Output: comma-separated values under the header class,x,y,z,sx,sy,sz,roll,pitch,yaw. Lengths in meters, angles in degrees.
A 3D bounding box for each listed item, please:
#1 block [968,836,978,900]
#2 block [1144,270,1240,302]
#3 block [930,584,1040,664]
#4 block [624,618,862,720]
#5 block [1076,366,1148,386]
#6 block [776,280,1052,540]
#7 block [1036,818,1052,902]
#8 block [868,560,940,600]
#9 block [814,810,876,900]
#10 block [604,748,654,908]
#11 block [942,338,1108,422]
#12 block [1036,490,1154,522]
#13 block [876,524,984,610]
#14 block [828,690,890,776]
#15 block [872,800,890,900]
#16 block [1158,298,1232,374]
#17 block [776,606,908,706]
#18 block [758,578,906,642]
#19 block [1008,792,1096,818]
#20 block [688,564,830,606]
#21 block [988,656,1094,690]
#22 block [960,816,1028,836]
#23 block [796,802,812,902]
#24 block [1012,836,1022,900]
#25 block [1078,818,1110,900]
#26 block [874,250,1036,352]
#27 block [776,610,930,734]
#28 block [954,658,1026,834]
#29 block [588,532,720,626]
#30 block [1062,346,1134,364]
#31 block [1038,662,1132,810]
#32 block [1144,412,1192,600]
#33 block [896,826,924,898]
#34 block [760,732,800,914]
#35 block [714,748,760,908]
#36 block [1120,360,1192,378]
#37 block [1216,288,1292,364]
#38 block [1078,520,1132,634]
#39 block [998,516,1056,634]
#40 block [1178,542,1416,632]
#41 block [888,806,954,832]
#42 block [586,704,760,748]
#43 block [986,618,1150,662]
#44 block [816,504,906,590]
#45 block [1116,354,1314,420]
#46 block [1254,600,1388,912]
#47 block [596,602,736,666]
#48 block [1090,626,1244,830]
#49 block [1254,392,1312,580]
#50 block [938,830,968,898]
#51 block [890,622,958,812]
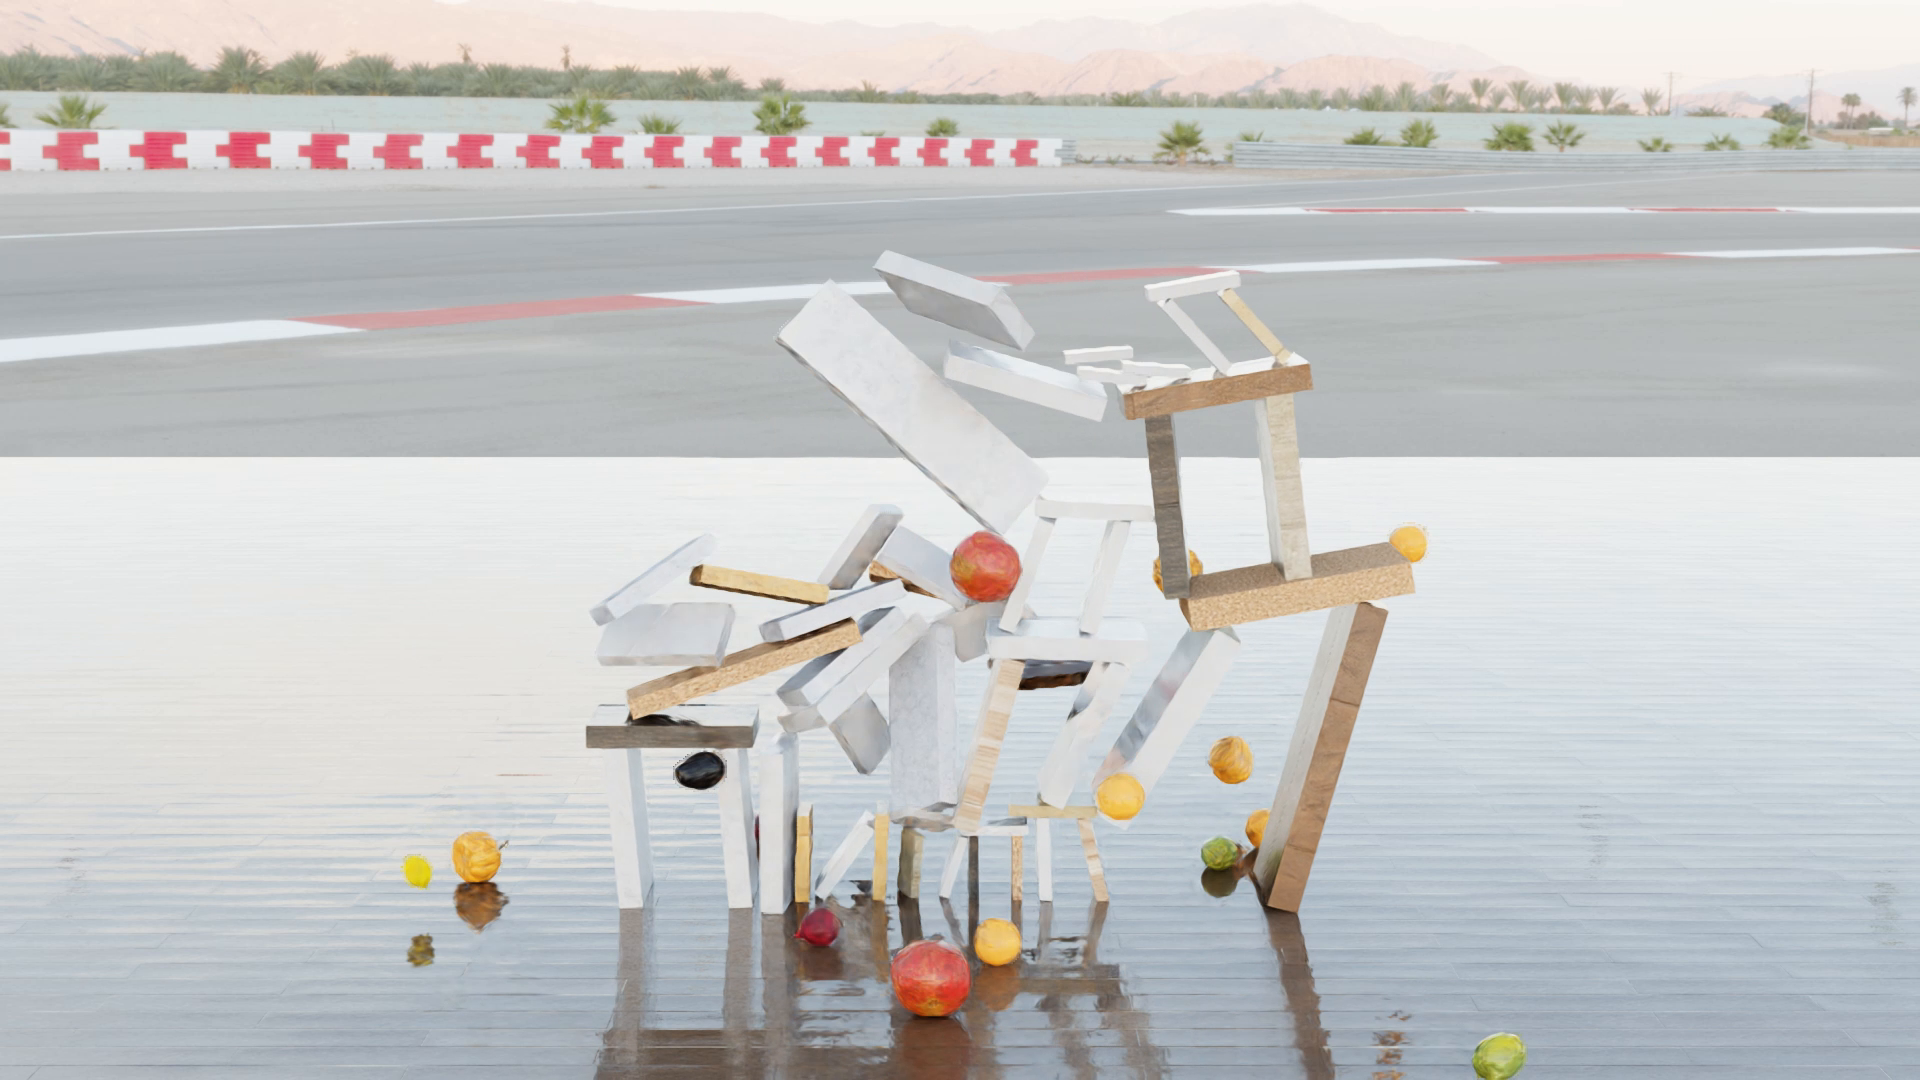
class,x,y,z,sx,sy,sz,roll,pitch,yaw
block,0.022,0.536,3.658,0.016,0.111,0.055,0,11,-3
block,0.367,-0.402,3.478,0.144,0.020,0.072,-10,11,1
block,0.045,0.142,3.718,0.185,0.093,0.026,-24,22,42
block,-0.358,0.207,3.623,0.391,0.032,0.113,-19,9,-9
block,0.241,-0.261,3.497,0.108,0.015,0.054,6,11,-3
block,-0.074,-0.211,3.555,0.481,0.129,0.036,42,-15,-4
block,0.139,0.520,3.654,0.020,0.143,0.072,-3,11,0
block,-0.071,0.073,3.736,0.166,0.023,0.083,14,-11,3
block,-0.191,0.524,3.662,0.021,0.147,0.073,35,8,-7
block,-0.548,0.457,3.641,0.038,0.269,0.135,-4,10,1
block,0.101,-0.254,3.487,0.257,0.036,0.129,15,15,-6
block,0.220,-0.055,3.557,0.190,0.027,0.095,3,11,6
block,-0.050,0.045,3.669,0.166,0.023,0.083,30,42,1
block,-0.187,0.326,3.959,0.026,0.185,0.093,6,47,43
block,-0.131,0.516,3.658,0.021,0.147,0.073,2,11,-1
block,0.372,-0.327,3.491,0.020,0.144,0.072,-43,9,6
block,-0.199,0.195,3.683,0.226,0.032,0.113,-41,13,-24
block,-0.213,0.118,3.668,0.226,0.032,0.113,-19,3,-23
block,0.153,0.439,3.640,0.143,0.020,0.072,1,11,2
block,-0.333,0.075,3.637,0.212,0.030,0.106,10,-6,-17
block,0.154,0.238,4.061,0.185,0.026,0.093,-4,28,-19
block,0.057,0.473,3.647,0.111,0.016,0.055,0,11,0
block,-0.259,0.518,3.651,0.021,0.147,0.073,1,9,0
block,0.095,0.536,3.658,0.016,0.111,0.055,0,11,0
block,0.220,0.520,3.654,0.020,0.143,0.072,-14,10,3
block,-0.010,-0.387,3.552,0.257,0.036,0.129,23,-16,38
block,-0.179,0.222,3.693,0.267,0.038,0.134,-43,14,-34
block,0.047,0.322,3.617,0.036,0.294,0.129,15,10,-4
block,-0.495,0.063,3.560,0.212,0.030,0.106,-37,8,-25
block,0.219,-0.295,3.494,0.108,0.015,0.054,-5,11,-2
block,0.203,0.306,3.619,0.036,0.257,0.129,24,9,-6
block,0.335,-0.065,3.538,0.042,0.295,0.148,-6,11,7
block,-0.083,0.536,3.660,0.015,0.107,0.054,1,10,-27
block,-0.296,0.464,3.613,0.038,0.267,0.134,2,10,7
block,-0.369,0.457,3.641,0.038,0.269,0.135,-4,10,1
block,0.311,-0.271,3.499,0.108,0.015,0.054,4,11,0
block,0.466,-0.343,3.490,0.020,0.144,0.072,-43,8,7
block,0.235,0.052,3.583,0.027,0.190,0.095,16,10,-3
block,0.111,0.050,3.569,0.027,0.190,0.095,20,12,2
block,0.539,0.074,3.565,0.357,0.051,0.179,-10,10,1
block,-0.060,0.466,3.659,0.107,0.015,0.054,18,-29,-37
block,-0.469,0.305,3.612,0.269,0.038,0.135,0,11,0
block,0.174,0.163,3.591,0.257,0.036,0.129,2,11,-2
block,-0.166,0.012,3.682,0.023,0.166,0.083,44,20,24
block,0.402,-0.245,3.504,0.295,0.042,0.148,-10,11,1
block,0.590,0.337,3.618,0.051,0.521,0.179,14,10,-3
block,-0.481,0.155,3.602,0.212,0.030,0.106,-2,50,18
block,0.335,0.289,3.602,0.051,0.357,0.179,30,9,-7
block,0.517,-0.096,3.536,0.042,0.295,0.148,-8,11,0
block,-0.011,0.537,3.665,0.015,0.107,0.054,18,9,-6
block,-0.063,0.309,3.710,0.038,0.313,0.134,16,-29,-36
